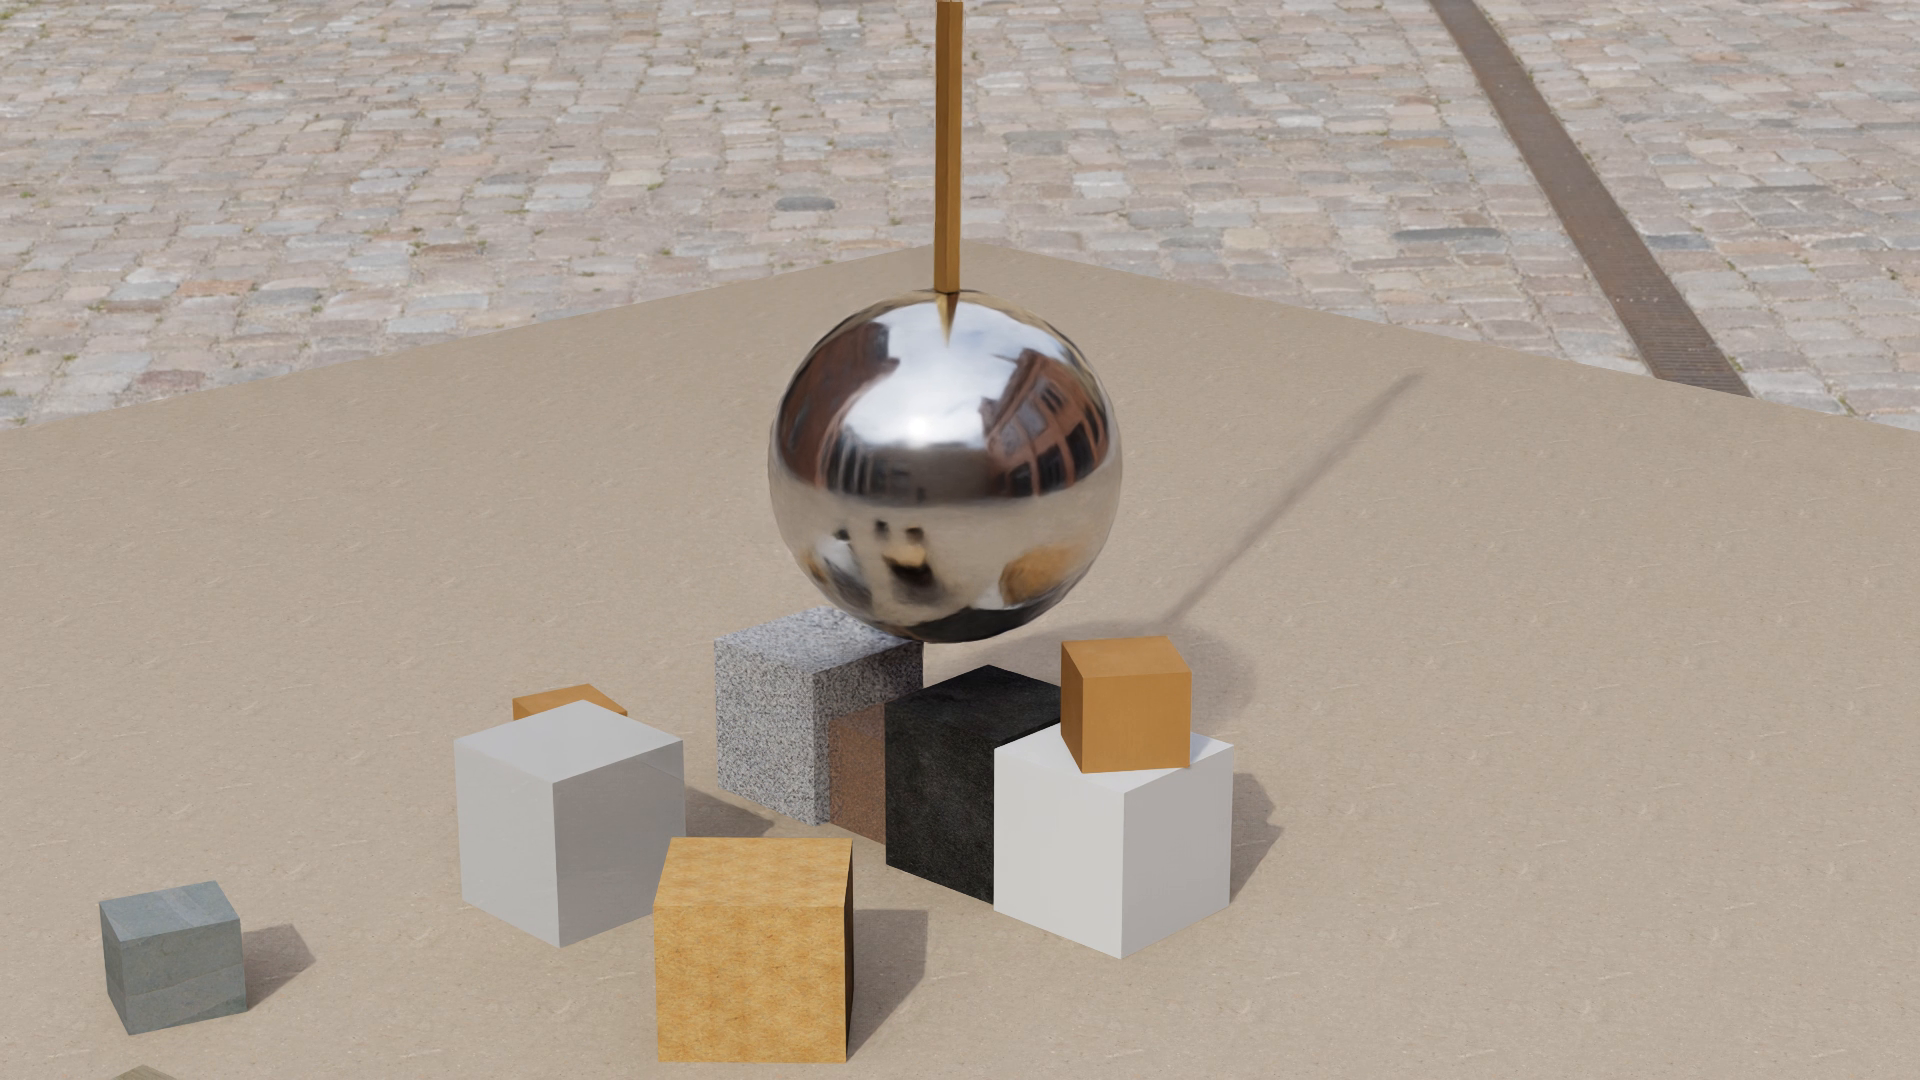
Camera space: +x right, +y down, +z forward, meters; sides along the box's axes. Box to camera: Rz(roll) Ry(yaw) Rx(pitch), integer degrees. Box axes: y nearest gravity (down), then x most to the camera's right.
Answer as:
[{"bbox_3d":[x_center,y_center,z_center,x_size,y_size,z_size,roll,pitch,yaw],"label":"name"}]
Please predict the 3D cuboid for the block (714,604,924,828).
[{"bbox_3d":[-0.687,0.848,14.352,0.723,0.777,0.711,-17,24,-42],"label":"block"}]

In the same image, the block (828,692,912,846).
[{"bbox_3d":[-0.253,1.100,13.972,0.544,0.523,0.501,-17,24,-42],"label":"block"}]

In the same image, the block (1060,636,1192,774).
[{"bbox_3d":[0.718,0.713,12.772,0.473,0.438,0.473,-3,18,-9],"label":"block"}]

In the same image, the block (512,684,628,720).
[{"bbox_3d":[-1.925,0.999,14.507,0.413,0.394,0.454,-10,20,-30],"label":"block"}]

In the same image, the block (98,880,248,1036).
[{"bbox_3d":[-3.261,1.726,12.150,0.483,0.421,0.430,-9,19,-25],"label":"block"}]

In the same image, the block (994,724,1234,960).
[{"bbox_3d":[0.678,1.277,12.993,0.741,0.772,0.752,16,23,41],"label":"block"}]

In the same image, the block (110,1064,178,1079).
[{"bbox_3d":[-2.865,2.267,10.199,0.590,0.559,0.583,13,21,35],"label":"block"}]

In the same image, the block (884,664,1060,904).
[{"bbox_3d":[0.154,1.114,13.473,0.702,0.795,0.706,15,23,40],"label":"block"}]

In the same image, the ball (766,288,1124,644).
[{"bbox_3d":[-0.067,-0.334,13.167,1.600,1.600,1.600,0,17,0],"label":"ball"}]

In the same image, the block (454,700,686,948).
[{"bbox_3d":[-1.731,1.251,13.075,0.721,0.772,0.713,-17,24,-42],"label":"block"}]

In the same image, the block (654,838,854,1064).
[{"bbox_3d":[-0.825,1.660,11.925,0.749,0.682,0.676,0,17,1],"label":"block"}]

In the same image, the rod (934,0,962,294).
[{"bbox_3d":[-0.029,-3.589,12.183,0.080,5.200,0.080,17,23,42],"label":"rod"}]
